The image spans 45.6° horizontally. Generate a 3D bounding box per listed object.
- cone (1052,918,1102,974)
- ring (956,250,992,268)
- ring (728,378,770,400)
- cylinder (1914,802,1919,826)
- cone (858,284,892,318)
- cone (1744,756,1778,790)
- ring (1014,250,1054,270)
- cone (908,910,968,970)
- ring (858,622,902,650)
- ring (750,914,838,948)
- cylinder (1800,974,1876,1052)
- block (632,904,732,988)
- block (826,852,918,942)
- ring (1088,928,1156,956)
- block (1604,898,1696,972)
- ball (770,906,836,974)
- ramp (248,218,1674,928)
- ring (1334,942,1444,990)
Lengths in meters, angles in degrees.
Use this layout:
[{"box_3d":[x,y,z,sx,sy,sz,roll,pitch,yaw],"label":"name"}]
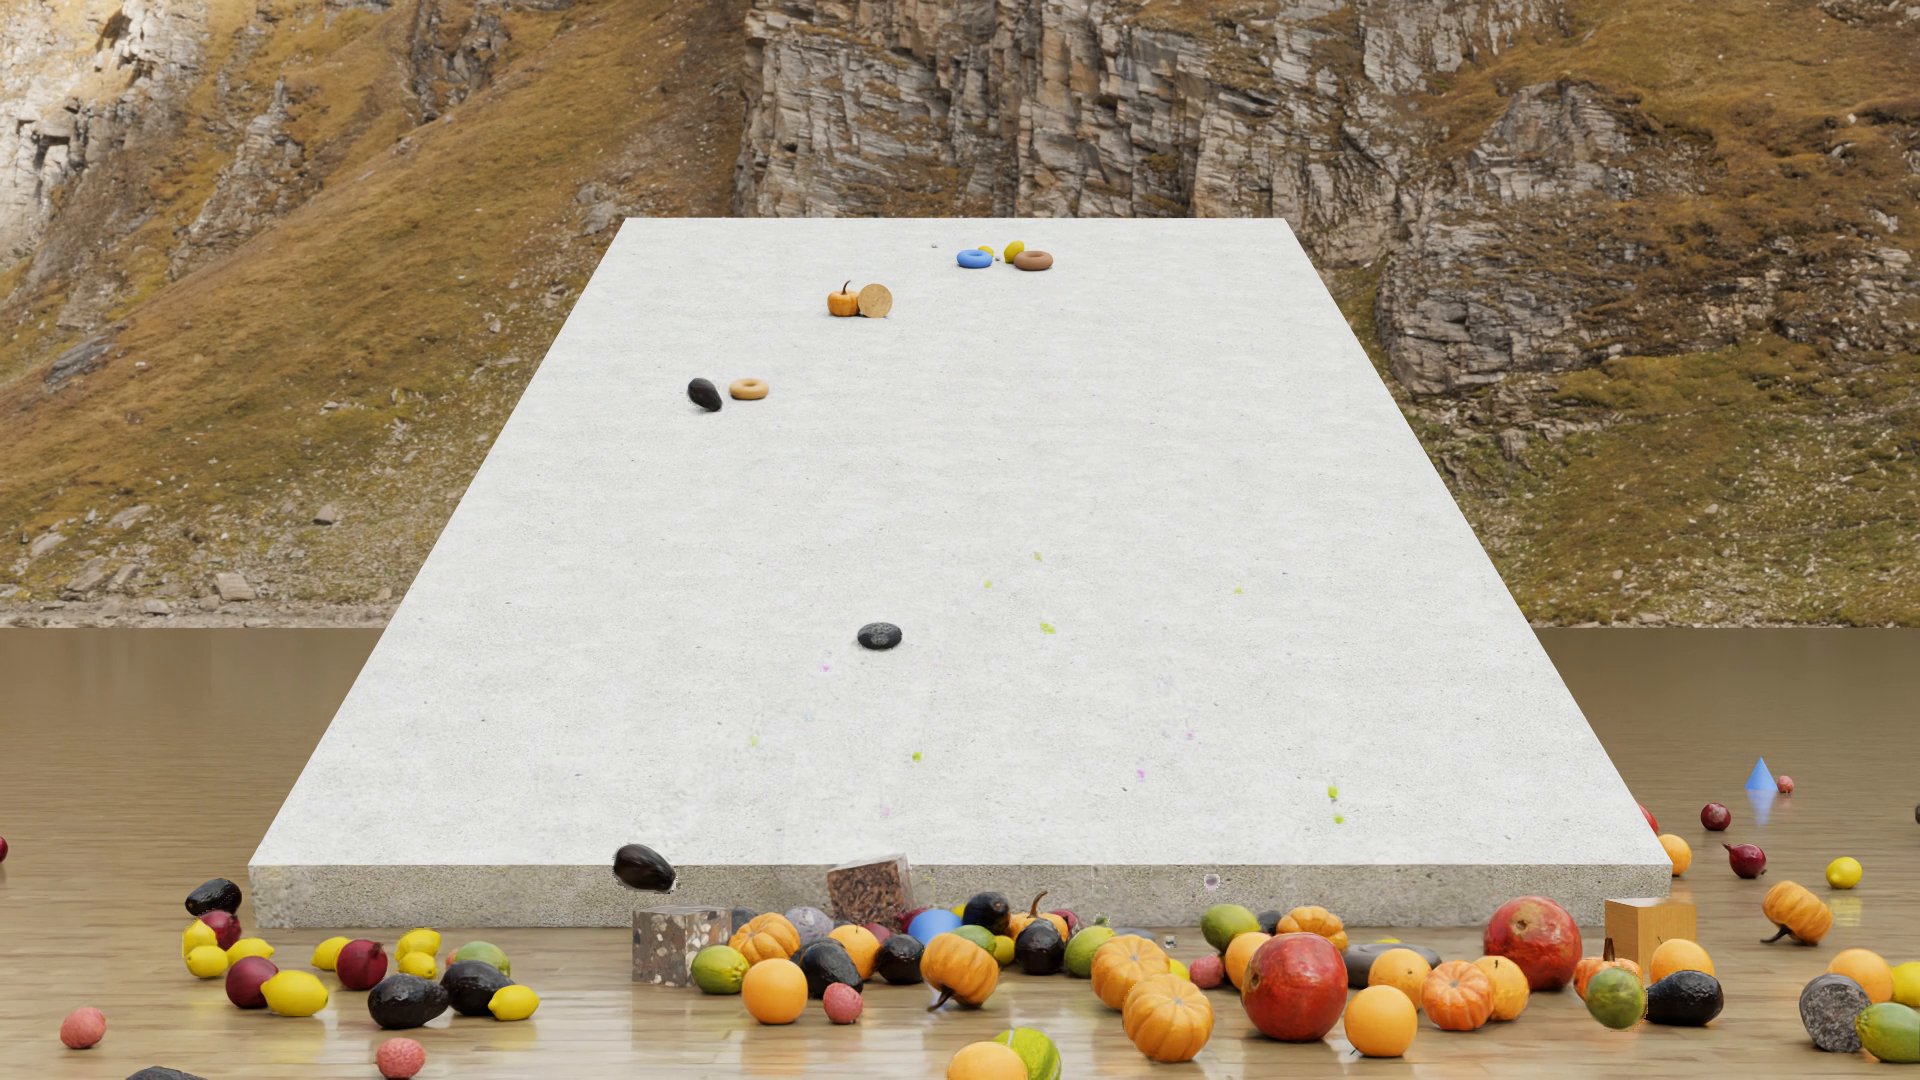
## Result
[{"box_3d":[0.145,0.502,2.834,0.065,0.065,0.065,0,-2,0],"label":"cone"},{"box_3d":[0.041,-0.788,6.391,0.102,0.034,0.102,3,23,-1],"label":"ring"},{"box_3d":[-0.485,-0.347,5.245,0.094,0.031,0.094,1,22,0],"label":"ring"},{"box_3d":[2.009,0.565,4.682,0.070,0.070,0.070,0,-2,-1],"label":"cylinder"},{"box_3d":[-0.224,-0.612,5.922,0.091,0.091,0.091,0,-6,-7],"label":"cone"},{"box_3d":[2.077,0.603,5.917,0.083,0.083,0.083,0,-2,0],"label":"cone"},{"box_3d":[0.205,-0.780,6.369,0.111,0.037,0.111,-1,22,0],"label":"ring"},{"box_3d":[-0.029,0.518,2.866,0.077,0.077,0.077,0,25,2],"label":"cone"},{"box_3d":[-0.138,0.165,3.921,0.079,0.026,0.079,-1,22,0],"label":"ring"},{"box_3d":[-0.221,0.523,3.050,0.117,0.039,0.117,1,-3,0],"label":"ring"},{"box_3d":[0.894,0.482,2.326,0.069,0.069,0.069,-1,-2,17],"label":"cylinder"},{"box_3d":[-0.336,0.490,2.761,0.084,0.084,0.084,-1,-2,34],"label":"block"},{"box_3d":[-0.116,0.479,3.062,0.094,0.094,0.094,-11,-3,6],"label":"block"},{"box_3d":[0.210,0.525,2.980,0.091,0.030,0.091,-1,-3,0],"label":"ring"},{"box_3d":[0.867,0.495,2.866,0.080,0.080,0.080,0,-2,-13],"label":"block"},{"box_3d":[-0.193,0.493,2.816,0.081,0.081,0.081,0,-2,0],"label":"ball"},{"box_3d":[-0.006,-0.215,5.086,2.000,0.100,4.000,0,21,0],"label":"ramp"},{"box_3d":[0.512,0.509,2.724,0.129,0.043,0.129,0,-1,0],"label":"ring"}]
